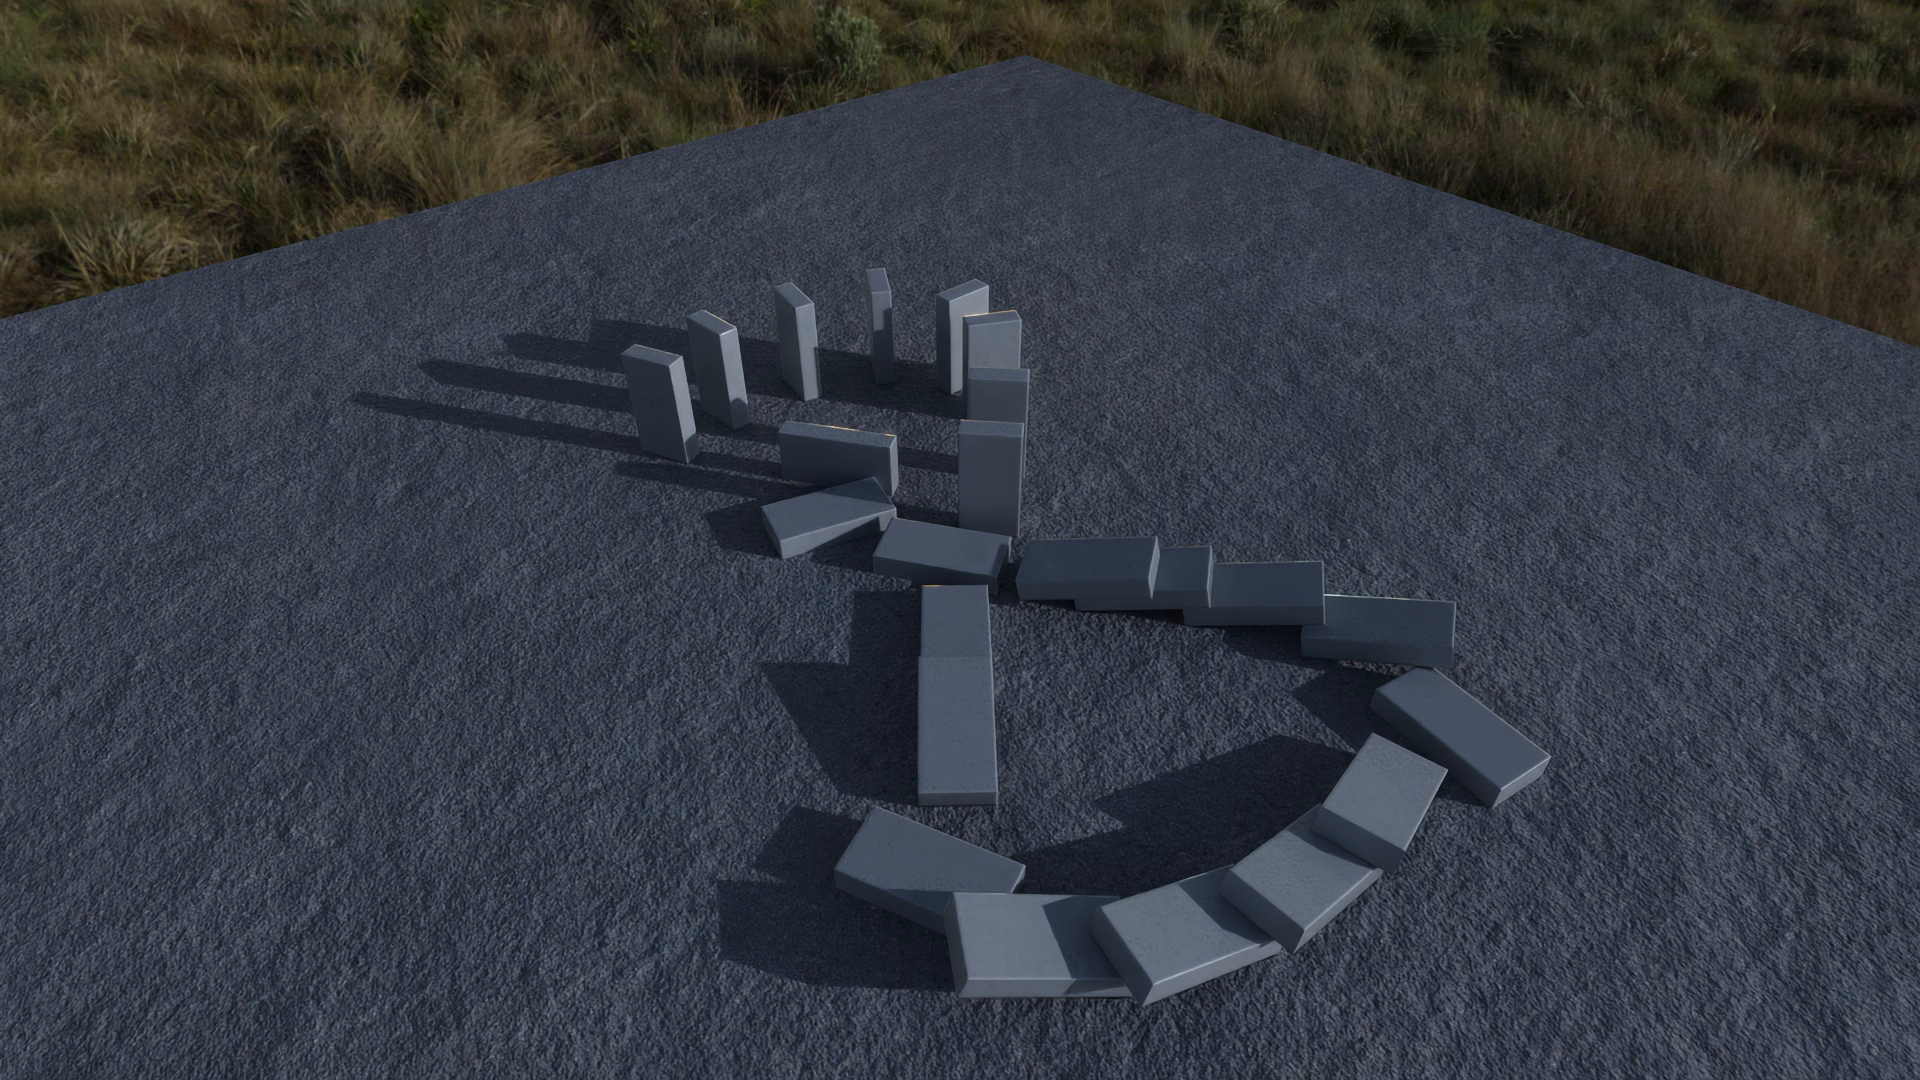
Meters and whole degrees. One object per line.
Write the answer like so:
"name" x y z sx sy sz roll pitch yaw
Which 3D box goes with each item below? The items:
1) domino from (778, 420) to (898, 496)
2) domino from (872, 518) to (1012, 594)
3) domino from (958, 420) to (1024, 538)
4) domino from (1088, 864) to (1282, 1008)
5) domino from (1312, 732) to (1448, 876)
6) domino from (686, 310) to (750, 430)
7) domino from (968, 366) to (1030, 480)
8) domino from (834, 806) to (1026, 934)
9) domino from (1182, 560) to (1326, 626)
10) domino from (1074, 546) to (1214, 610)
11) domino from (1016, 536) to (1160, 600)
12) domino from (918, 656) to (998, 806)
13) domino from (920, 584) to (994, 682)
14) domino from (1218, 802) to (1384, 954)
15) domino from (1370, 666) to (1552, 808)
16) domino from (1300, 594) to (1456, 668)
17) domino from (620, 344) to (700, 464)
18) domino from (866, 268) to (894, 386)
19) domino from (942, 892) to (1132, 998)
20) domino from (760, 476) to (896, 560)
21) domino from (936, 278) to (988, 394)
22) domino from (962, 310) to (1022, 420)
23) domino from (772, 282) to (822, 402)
"domino" -0.052 -0.035 0.474 0.050 0.025 0.010 9 40 11
"domino" -0.007 0.006 0.436 0.050 0.010 0.025 9 40 11
"domino" 0.012 -0.024 0.441 0.025 0.050 0.009 4 39 4
"domino" 0.063 0.107 0.302 0.050 0.009 0.025 -6 37 -31
"domino" 0.129 0.079 0.337 0.025 0.009 0.050 26 32 27
"domino" -0.111 -0.078 0.507 0.025 0.050 0.010 31 49 32
"domino" 0.016 -0.050 0.472 0.025 0.050 0.009 3 39 4
"domino" -0.009 0.099 0.323 0.050 0.010 0.025 17 42 19
"domino" 0.110 0.020 0.411 0.050 0.009 0.025 -2 38 18
"domino" 0.070 0.015 0.417 0.050 0.009 0.025 -2 37 19
"domino" 0.048 0.011 0.414 0.050 0.010 0.025 -1 38 20
"domino" -0.001 0.062 0.360 0.025 0.009 0.050 -1 51 -1
"domino" -0.002 0.037 0.399 0.025 0.010 0.050 -1 39 -1
"domino" 0.100 0.096 0.317 0.050 0.010 0.025 -17 40 -41
"domino" 0.165 0.064 0.366 0.025 0.010 0.050 -21 44 -24
"domino" 0.150 0.032 0.395 0.050 0.010 0.025 2 37 26
"domino" -0.131 -0.059 0.484 0.025 0.050 0.009 16 42 19
"domino" -0.039 -0.104 0.539 0.009 0.050 0.025 -6 40 -8
"domino" 0.022 0.110 0.298 0.050 0.010 0.025 7 38 -17
"domino" -0.054 -0.010 0.455 0.050 0.010 0.025 -16 42 -19
"domino" 0.001 -0.098 0.531 0.025 0.050 0.009 -29 48 -31
"domino" 0.014 -0.080 0.510 0.025 0.050 0.009 -9 40 -11
"domino" -0.078 -0.095 0.527 0.009 0.050 0.025 -21 44 -24
